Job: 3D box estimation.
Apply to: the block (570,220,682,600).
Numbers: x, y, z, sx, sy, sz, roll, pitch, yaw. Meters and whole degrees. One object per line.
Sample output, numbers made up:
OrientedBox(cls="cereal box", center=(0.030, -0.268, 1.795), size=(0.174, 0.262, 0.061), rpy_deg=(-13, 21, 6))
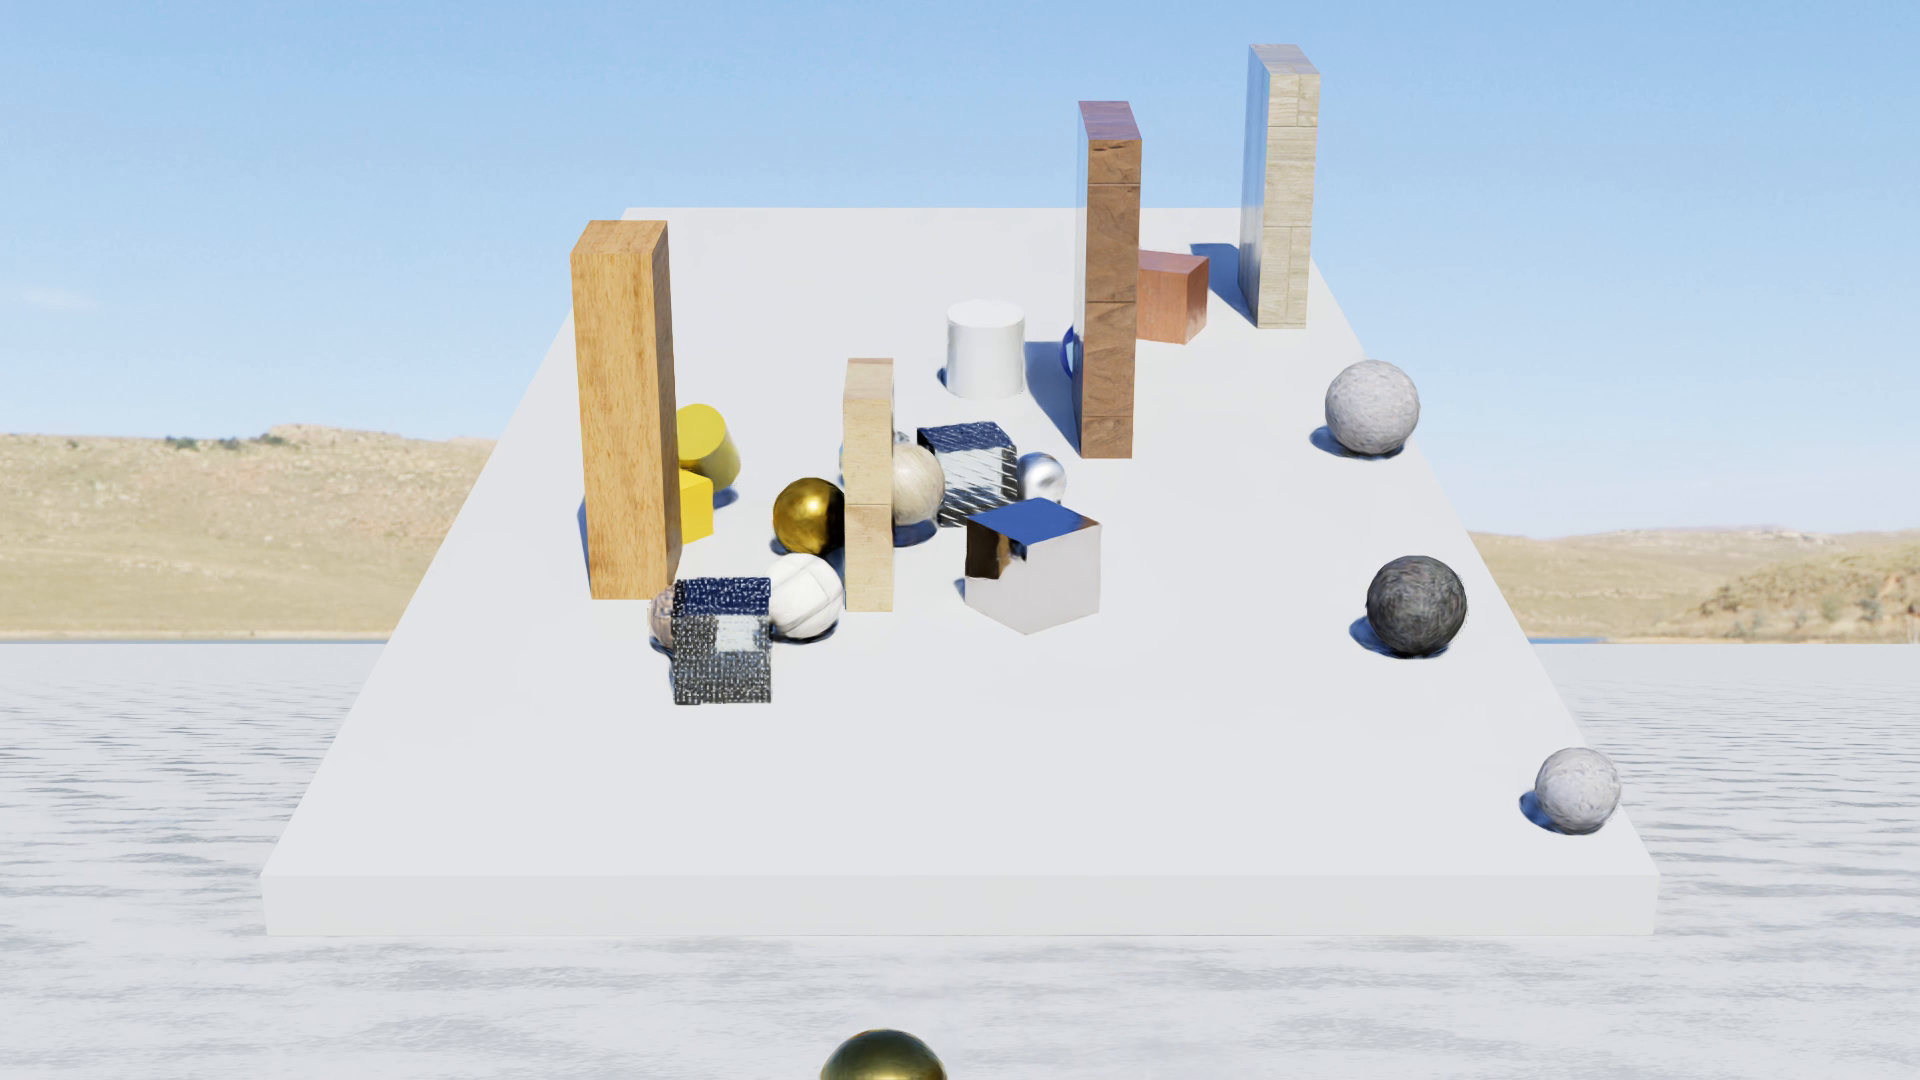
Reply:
OrientedBox(cls="block", center=(-0.603, -0.236, 4.184), size=(0.141, 0.648, 0.240), rpy_deg=(0, 22, 0))

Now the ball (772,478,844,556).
OrientedBox(cls="ball", center=(-0.282, -0.044, 4.372), size=(0.152, 0.152, 0.152), rpy_deg=(0, -2, 0))

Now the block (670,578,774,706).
OrientedBox(cls="block", center=(-0.395, 0.168, 3.835), size=(0.159, 0.159, 0.159), rpy_deg=(-1, 22, -3))

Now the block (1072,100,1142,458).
OrientedBox(cls="block", center=(0.313, -0.567, 4.960), size=(0.109, 0.687, 0.403), rpy_deg=(0, 22, 0))

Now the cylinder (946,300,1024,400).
OrientedBox(cls="cylinder", center=(0.058, -0.440, 5.304), size=(0.179, 0.179, 0.179), rpy_deg=(0, 27, 0))

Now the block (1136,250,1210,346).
OrientedBox(cls="block", center=(0.507, -0.609, 5.745), size=(0.181, 0.181, 0.181), rpy_deg=(9, 23, 21))

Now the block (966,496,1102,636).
OrientedBox(cls="block", center=(0.131, 0.045, 4.126), size=(0.172, 0.172, 0.172), rpy_deg=(-16, 27, -35))

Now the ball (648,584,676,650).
OrientedBox(cls="ball", center=(-0.478, 0.133, 3.972), size=(0.120, 0.120, 0.120), rpy_deg=(0, -2, 0))

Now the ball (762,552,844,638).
OrientedBox(cls="ball", center=(-0.280, 0.097, 4.017), size=(0.151, 0.151, 0.151), rpy_deg=(0, -2, 0))

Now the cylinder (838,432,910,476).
OrientedBox(cls="cylinder", center=(-0.172, -0.169, 4.713), size=(0.111, 0.111, 0.111), rpy_deg=(3, 0, 35))

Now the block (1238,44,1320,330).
OrientedBox(cls="block", center=(0.812, -0.912, 5.882), size=(0.122, 0.641, 0.435), rpy_deg=(0, 22, 0))

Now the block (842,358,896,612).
OrientedBox(cls="block", center=(-0.164, -0.103, 4.181), size=(0.084, 0.404, 0.243), rpy_deg=(0, 22, 0))

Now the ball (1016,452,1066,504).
OrientedBox(cls="ball", center=(0.154, -0.118, 4.602), size=(0.119, 0.119, 0.119), rpy_deg=(0, -2, 0))

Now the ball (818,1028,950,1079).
OrientedBox(cls="ball", center=(-0.062, 0.455, 1.871), size=(0.111, 0.111, 0.111), rpy_deg=(0, -2, 0))

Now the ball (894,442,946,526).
OrientedBox(cls="ball", center=(-0.109, -0.108, 4.396), size=(0.161, 0.161, 0.161), rpy_deg=(0, -2, 0))

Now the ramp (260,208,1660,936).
OrientedBox(cls="ramp", center=(-0.006, -0.220, 5.150), size=(2.000, 0.100, 4.000), rpy_deg=(0, 22, 0))

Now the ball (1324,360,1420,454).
OrientedBox(cls="ball", center=(0.881, -0.284, 4.906), size=(0.203, 0.203, 0.203), rpy_deg=(0, -2, 0))

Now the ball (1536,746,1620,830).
OrientedBox(cls="ball", center=(0.914, 0.367, 3.394), size=(0.122, 0.122, 0.122), rpy_deg=(0, -2, 0))

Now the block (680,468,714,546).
OrientedBox(cls="block", center=(-0.562, -0.063, 4.470), size=(0.114, 0.114, 0.114), rpy_deg=(19, 28, 39))

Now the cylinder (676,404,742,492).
OrientedBox(cls="cylinder", center=(-0.512, -0.180, 4.551), size=(0.130, 0.130, 0.130), rpy_deg=(0, -29, 10))

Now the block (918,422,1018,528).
OrientedBox(cls="block", center=(0.013, -0.131, 4.583), size=(0.158, 0.158, 0.158), rpy_deg=(-6, 23, -16))

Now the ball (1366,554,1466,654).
OrientedBox(cls="ball", center=(0.788, 0.111, 3.965), size=(0.172, 0.172, 0.172), rpy_deg=(0, -2, 0))

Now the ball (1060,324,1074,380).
OrientedBox(cls="ball", center=(0.317, -0.435, 5.323), size=(0.173, 0.173, 0.173), rpy_deg=(0, -2, 0))
